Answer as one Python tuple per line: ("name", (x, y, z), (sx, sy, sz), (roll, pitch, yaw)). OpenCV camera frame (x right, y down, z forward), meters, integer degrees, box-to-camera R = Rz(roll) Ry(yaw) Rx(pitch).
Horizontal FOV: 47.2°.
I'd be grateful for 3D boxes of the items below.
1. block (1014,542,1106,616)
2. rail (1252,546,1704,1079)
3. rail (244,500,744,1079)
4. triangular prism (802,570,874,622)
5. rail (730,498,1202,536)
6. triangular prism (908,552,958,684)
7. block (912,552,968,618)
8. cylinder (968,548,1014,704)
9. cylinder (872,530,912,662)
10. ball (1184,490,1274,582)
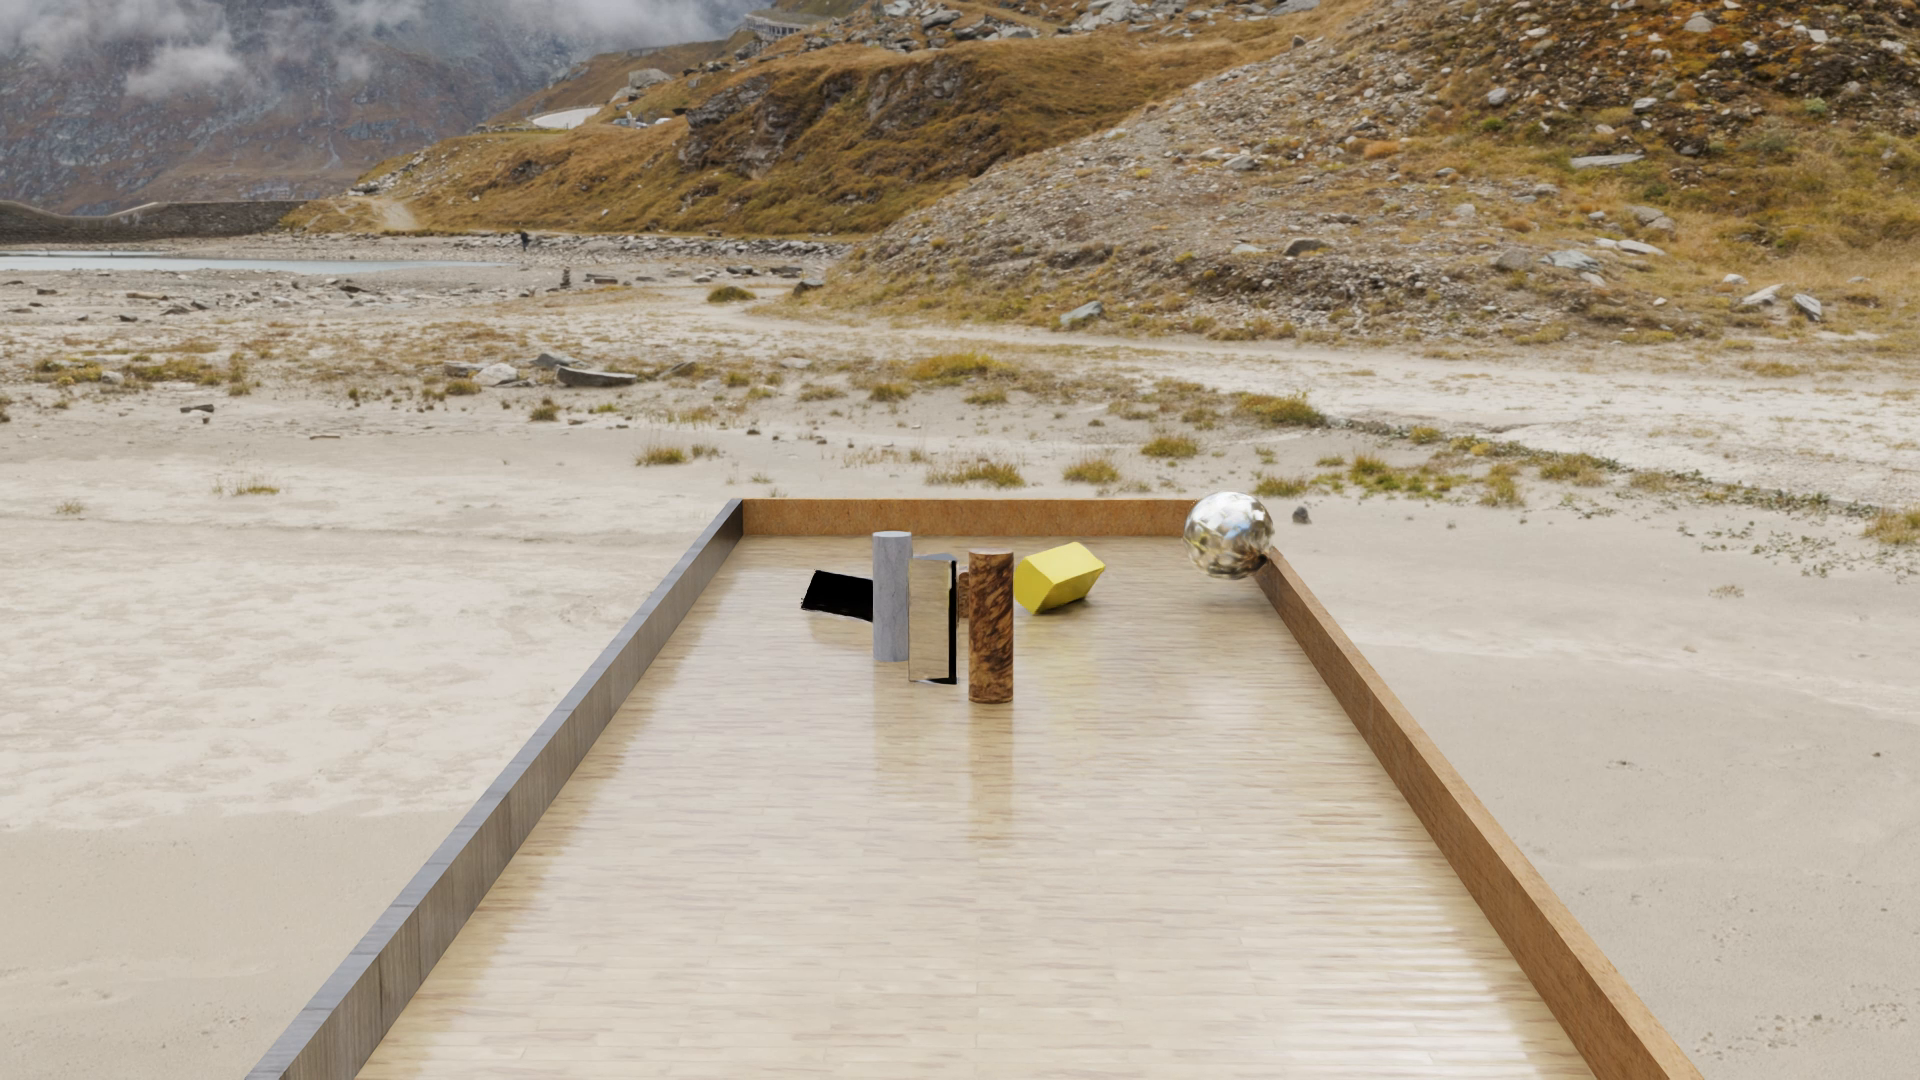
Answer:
("block", (0.329, 0.129, 7.578), (0.139, 0.139, 0.401), (41, 25, 18))
("rail", (1.046, 0.843, 3.208), (0.050, 0.150, 12.000), (0, 9, 1))
("rail", (-1.004, 0.839, 3.234), (0.050, 0.150, 12.000), (0, 9, 1))
("triangular prism", (-0.374, 0.182, 7.437), (0.330, 0.125, 0.145), (9, 12, 43))
("rail", (0.099, -0.098, 9.147), (2.100, 0.150, 0.050), (0, 9, 1))
("triangular prism", (-0.057, 0.226, 6.422), (0.151, 0.363, 0.131), (3, 10, 19))
("block", (-0.095, 0.156, 7.534), (0.154, 0.154, 0.440), (-4, 10, -24))
("cylinder", (0.087, 0.239, 6.151), (0.127, 0.423, 0.127), (0, 9, 0))
("cylinder", (-0.206, 0.171, 6.701), (0.120, 0.384, 0.120), (0, 9, 0))
("ball", (0.939, -0.015, 7.680), (0.318, 0.318, 0.318), (0, 9, 0))
